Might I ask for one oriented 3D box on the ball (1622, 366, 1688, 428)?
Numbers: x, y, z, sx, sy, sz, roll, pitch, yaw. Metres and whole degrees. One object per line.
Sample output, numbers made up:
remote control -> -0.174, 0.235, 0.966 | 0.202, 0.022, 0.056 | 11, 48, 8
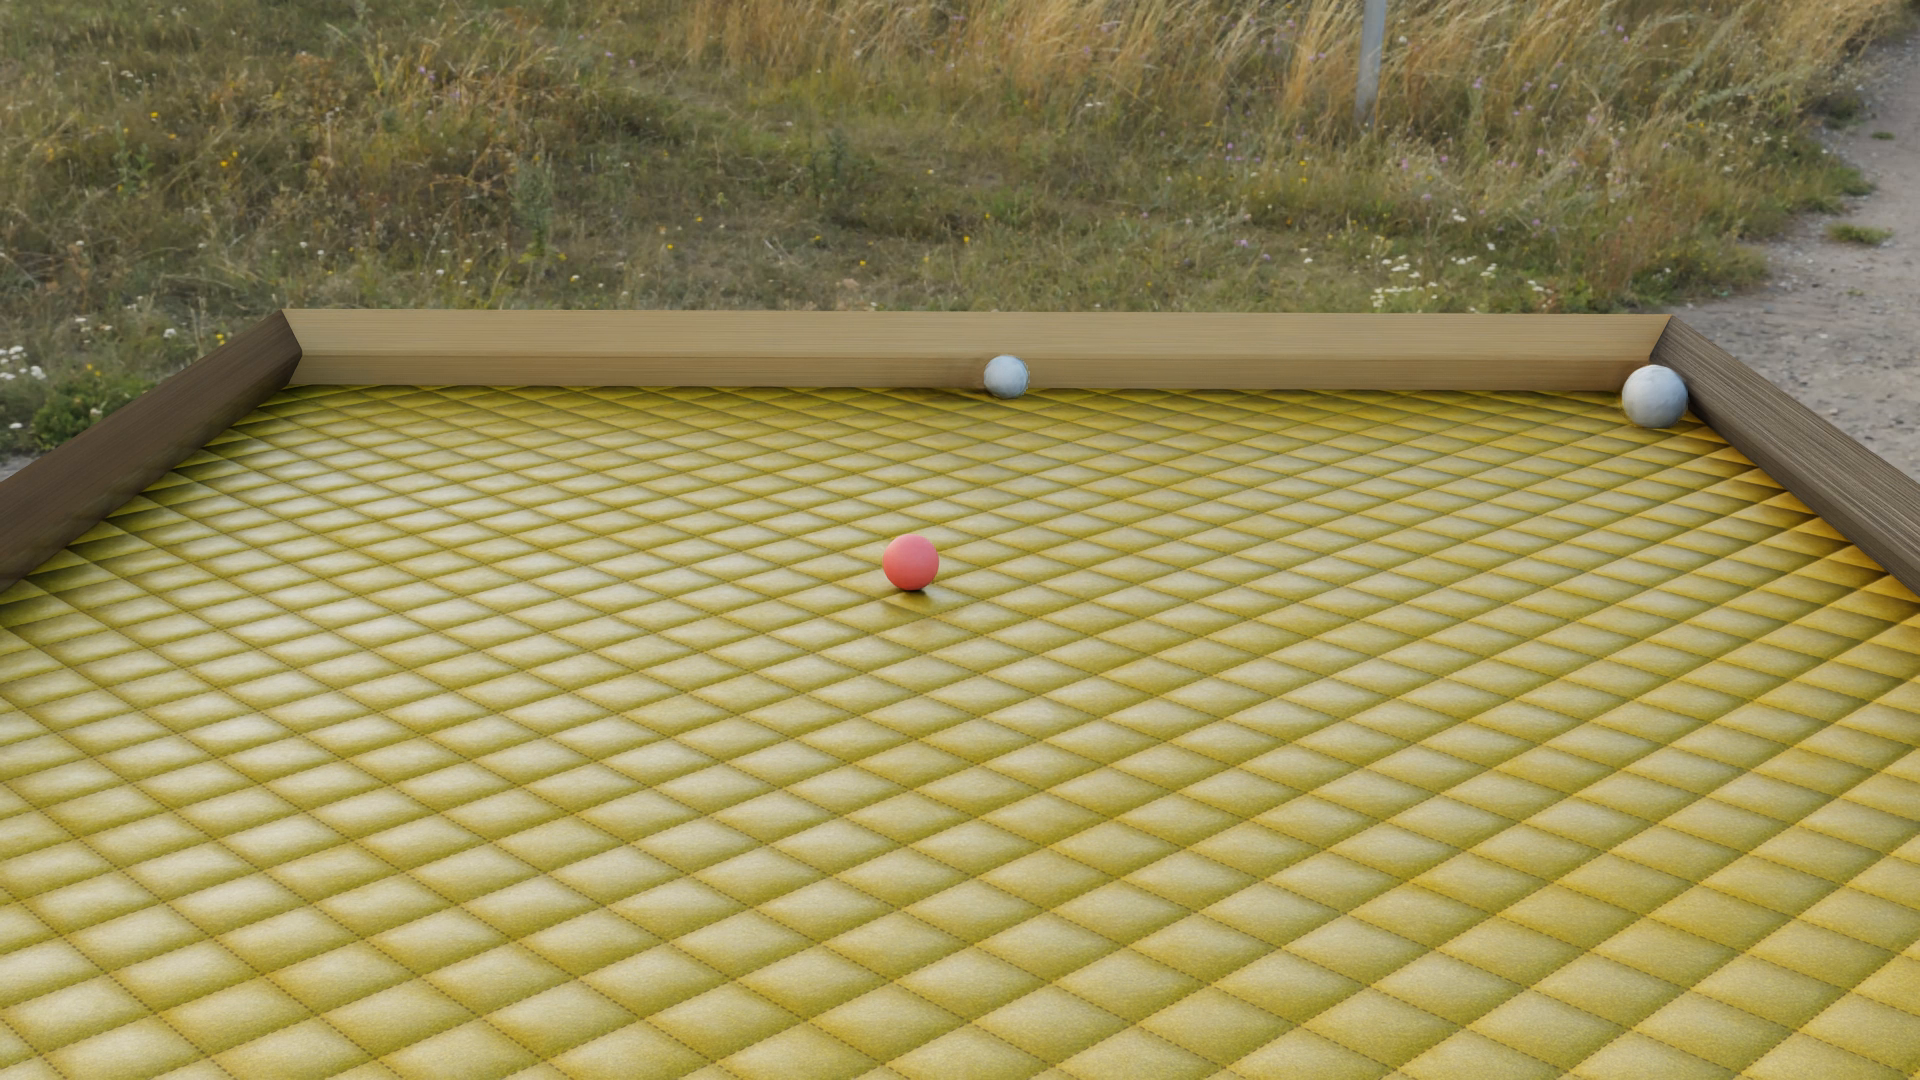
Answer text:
ball -> 1.078, -0.223, 3.416 | 0.098, 0.098, 0.098 | 0, 17, 0

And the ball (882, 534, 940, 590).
ball -> -0.059, 0.027, 2.660 | 0.069, 0.069, 0.069 | 0, 17, 0

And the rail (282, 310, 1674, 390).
rail -> 0.020, -0.311, 3.649 | 2.314, 0.127, 0.045 | 0, 17, 1

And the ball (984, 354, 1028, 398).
ball -> 0.075, -0.268, 3.606 | 0.072, 0.072, 0.072 | 0, 17, 0

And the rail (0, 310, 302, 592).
rail -> -1.153, 0.255, 1.821 | 0.045, 0.127, 3.921 | 0, 17, 1

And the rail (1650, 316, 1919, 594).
rail -> 1.113, 0.268, 1.776 | 0.045, 0.127, 3.921 | 0, 17, 1
